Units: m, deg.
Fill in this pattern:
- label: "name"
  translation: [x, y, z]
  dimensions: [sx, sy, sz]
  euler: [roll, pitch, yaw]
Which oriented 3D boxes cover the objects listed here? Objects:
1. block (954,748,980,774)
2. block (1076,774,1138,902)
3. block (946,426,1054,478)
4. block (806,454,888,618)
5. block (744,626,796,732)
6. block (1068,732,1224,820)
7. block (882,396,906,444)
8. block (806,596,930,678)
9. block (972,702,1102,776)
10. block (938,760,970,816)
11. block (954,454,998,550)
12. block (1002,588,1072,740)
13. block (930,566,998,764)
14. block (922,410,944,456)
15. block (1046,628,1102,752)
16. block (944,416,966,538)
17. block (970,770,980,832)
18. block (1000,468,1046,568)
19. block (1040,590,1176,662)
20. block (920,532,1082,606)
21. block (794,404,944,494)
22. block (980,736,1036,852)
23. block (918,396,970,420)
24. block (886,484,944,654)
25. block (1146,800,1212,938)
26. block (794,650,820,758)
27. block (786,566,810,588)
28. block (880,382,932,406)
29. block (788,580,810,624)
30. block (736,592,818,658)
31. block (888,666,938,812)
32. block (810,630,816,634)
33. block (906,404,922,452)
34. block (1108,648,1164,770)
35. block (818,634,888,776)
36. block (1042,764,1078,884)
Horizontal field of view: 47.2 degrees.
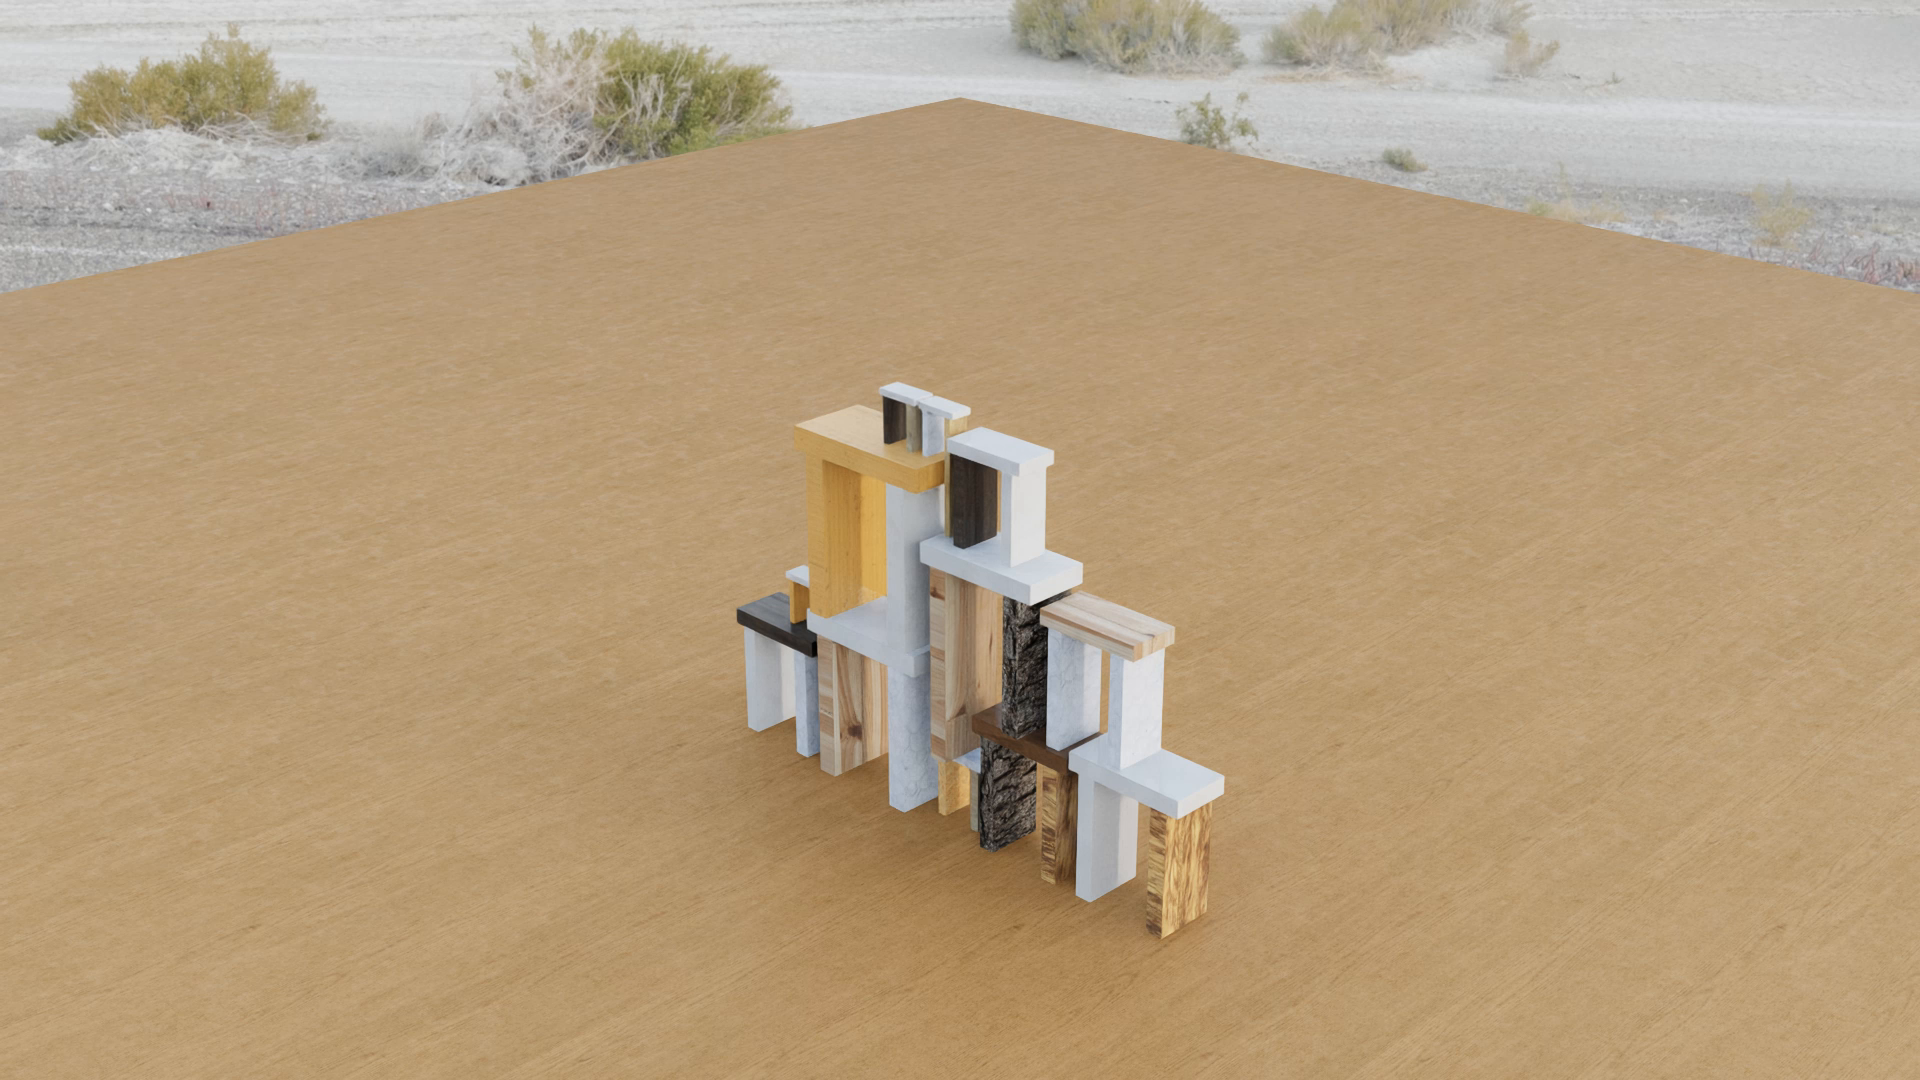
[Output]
- label: "block"
  translation: [0.018, 0.424, 4.387]
  dimensions: [0.137, 0.019, 0.068]
  euler: [21, 31, 41]
- label: "block"
  translation: [0.279, 0.540, 4.152]
  dimensions: [0.037, 0.262, 0.131]
  euler: [21, 31, 41]
- label: "block"
  translation: [0.074, -0.165, 4.080]
  dimensions: [0.185, 0.026, 0.093]
  euler: [21, 31, 40]
- label: "block"
  translation: [-0.227, -0.031, 4.465]
  dimensions: [0.174, 0.347, 0.049]
  euler: [-21, 31, -41]
- label: "block"
  translation: [-0.407, 0.284, 4.781]
  dimensions: [0.034, 0.243, 0.122]
  euler: [21, 31, 41]
- label: "block"
  translation: [0.341, 0.427, 4.037]
  dimensions: [0.262, 0.037, 0.131]
  euler: [21, 31, 41]
- label: "block"
  translation: [-0.126, -0.238, 4.258]
  dimensions: [0.014, 0.097, 0.049]
  euler: [21, 31, 41]
- label: "block"
  translation: [-0.146, 0.184, 4.460]
  dimensions: [0.158, 0.045, 0.316]
  euler: [-21, 31, -40]
- label: "block"
  translation: [0.154, 0.372, 4.208]
  dimensions: [0.247, 0.035, 0.123]
  euler: [21, 31, 41]
- label: "block"
  translation: [-0.012, 0.483, 4.448]
  dimensions: [0.019, 0.137, 0.068]
  euler: [21, 31, 41]
- label: "block"
  translation: [0.030, -0.084, 4.161]
  dimensions: [0.026, 0.185, 0.093]
  euler: [21, 31, 40]
- label: "block"
  translation: [0.144, 0.219, 4.155]
  dimensions: [0.041, 0.287, 0.144]
  euler: [21, 31, 41]
- label: "block"
  translation: [0.008, 0.225, 4.303]
  dimensions: [0.041, 0.412, 0.144]
  euler: [21, 31, 40]
- label: "block"
  translation: [-0.050, -0.210, 4.196]
  dimensions: [0.047, 0.094, 0.013]
  euler: [-21, 31, -41]
- label: "block"
  translation: [0.214, 0.262, 4.109]
  dimensions: [0.032, 0.244, 0.113]
  euler: [21, 31, 41]
- label: "block"
  translation: [-0.008, -0.123, 4.182]
  dimensions: [0.013, 0.242, 0.047]
  euler: [21, 31, 40]
- label: "block"
  translation: [0.052, 0.508, 4.388]
  dimensions: [0.019, 0.137, 0.068]
  euler: [21, 31, 41]
- label: "block"
  translation: [0.118, -0.050, 4.081]
  dimensions: [0.026, 0.185, 0.093]
  euler: [21, 31, 40]
- label: "block"
  translation: [0.267, 0.156, 4.006]
  dimensions: [0.227, 0.032, 0.113]
  euler: [21, 31, 41]
- label: "block"
  translation: [0.076, 0.043, 4.153]
  dimensions: [0.287, 0.041, 0.144]
  euler: [21, 31, 40]
- label: "block"
  translation: [-0.145, -0.181, 4.312]
  dimensions: [0.347, 0.049, 0.174]
  euler: [21, 31, 41]
- label: "block"
  translation: [0.096, 0.479, 4.317]
  dimensions: [0.035, 0.247, 0.123]
  euler: [21, 31, 41]
- label: "block"
  translation: [-0.029, -0.249, 4.153]
  dimensions: [0.047, 0.013, 0.094]
  euler: [-21, 31, -40]
- label: "block"
  translation: [-0.063, 0.033, 4.314]
  dimensions: [0.174, 0.347, 0.049]
  euler: [-21, 31, -40]
- label: "block"
  translation: [0.403, 0.589, 4.038]
  dimensions: [0.037, 0.262, 0.131]
  euler: [21, 31, 41]
- label: "block"
  translation: [-0.293, 0.329, 4.675]
  dimensions: [0.034, 0.243, 0.122]
  euler: [21, 31, 41]
- label: "block"
  translation: [-0.313, 0.079, 4.592]
  dimensions: [0.099, 0.014, 0.050]
  euler: [21, 31, 41]
- label: "block"
  translation: [-0.104, -0.280, 4.214]
  dimensions: [0.097, 0.014, 0.049]
  euler: [21, 31, 40]
- label: "block"
  translation: [-0.336, 0.122, 4.635]
  dimensions: [0.014, 0.099, 0.049]
  euler: [21, 31, 41]
- label: "block"
  translation: [-0.350, 0.178, 4.674]
  dimensions: [0.243, 0.034, 0.121]
  euler: [21, 31, 41]
- label: "block"
  translation: [-0.072, 0.379, 4.462]
  dimensions: [0.158, 0.316, 0.045]
  euler: [-21, 31, -41]
- label: "block"
  translation: [-0.289, 0.141, 4.592]
  dimensions: [0.014, 0.099, 0.049]
  euler: [21, 31, 41]
- label: "block"
  translation: [-0.080, -0.220, 4.215]
  dimensions: [0.014, 0.097, 0.049]
  euler: [21, 31, 40]
- label: "block"
  translation: [0.321, 0.296, 4.007]
  dimensions: [0.032, 0.227, 0.113]
  euler: [21, 31, 41]
- label: "block"
  translation: [-0.221, 0.321, 4.599]
  dimensions: [0.158, 0.316, 0.045]
  euler: [-21, 31, -41]
- label: "block"
  translation: [0.212, 0.524, 4.210]
  dimensions: [0.035, 0.247, 0.123]
  euler: [21, 31, 41]
